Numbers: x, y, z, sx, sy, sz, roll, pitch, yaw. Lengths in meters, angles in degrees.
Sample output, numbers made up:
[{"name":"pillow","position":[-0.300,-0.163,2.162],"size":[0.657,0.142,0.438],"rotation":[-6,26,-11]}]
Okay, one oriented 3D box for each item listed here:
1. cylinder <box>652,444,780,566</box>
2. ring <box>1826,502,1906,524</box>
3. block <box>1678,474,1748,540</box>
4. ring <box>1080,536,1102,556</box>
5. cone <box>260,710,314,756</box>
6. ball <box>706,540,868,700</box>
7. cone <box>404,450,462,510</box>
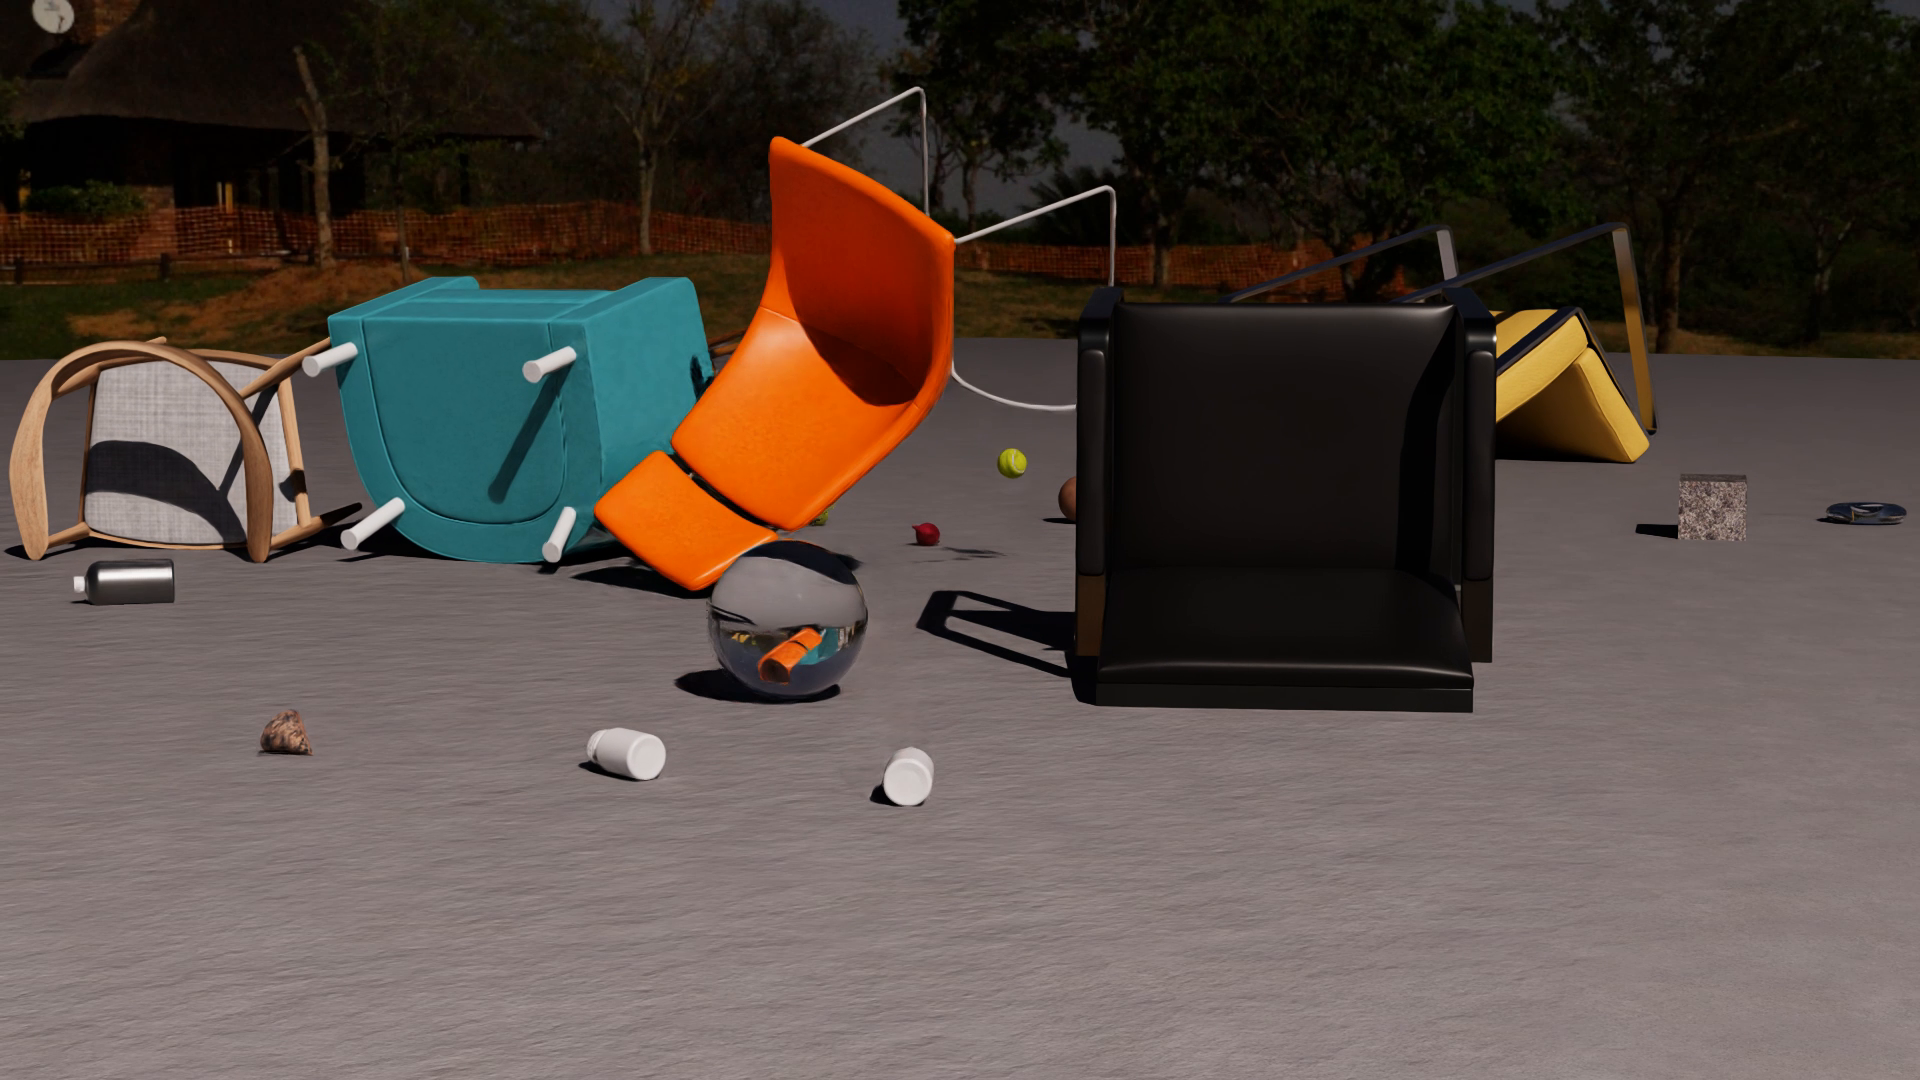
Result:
[{"name":"cylinder","position":[-0.564,-0.084,5.956],"size":[0.171,0.263,0.316],"rotation":[-11,2,21]},{"name":"ring","position":[2.427,-0.071,6.871],"size":[0.207,0.049,0.213],"rotation":[1,5,19]},{"name":"block","position":[1.914,-0.085,6.528],"size":[0.162,0.146,0.255],"rotation":[2,6,16]},{"name":"ring","position":[0.313,0.014,6.092],"size":[0.049,0.039,0.113],"rotation":[0,7,13]},{"name":"cone","position":[-0.916,0.280,3.545],"size":[0.065,0.066,0.076],"rotation":[32,7,21]},{"name":"ball","position":[-0.268,0.124,3.992],"size":[0.250,0.250,0.250],"rotation":[0,6,0]},{"name":"cone","position":[-1.464,-0.133,7.304],"size":[0.194,0.121,0.232],"rotation":[-26,42,11]}]
